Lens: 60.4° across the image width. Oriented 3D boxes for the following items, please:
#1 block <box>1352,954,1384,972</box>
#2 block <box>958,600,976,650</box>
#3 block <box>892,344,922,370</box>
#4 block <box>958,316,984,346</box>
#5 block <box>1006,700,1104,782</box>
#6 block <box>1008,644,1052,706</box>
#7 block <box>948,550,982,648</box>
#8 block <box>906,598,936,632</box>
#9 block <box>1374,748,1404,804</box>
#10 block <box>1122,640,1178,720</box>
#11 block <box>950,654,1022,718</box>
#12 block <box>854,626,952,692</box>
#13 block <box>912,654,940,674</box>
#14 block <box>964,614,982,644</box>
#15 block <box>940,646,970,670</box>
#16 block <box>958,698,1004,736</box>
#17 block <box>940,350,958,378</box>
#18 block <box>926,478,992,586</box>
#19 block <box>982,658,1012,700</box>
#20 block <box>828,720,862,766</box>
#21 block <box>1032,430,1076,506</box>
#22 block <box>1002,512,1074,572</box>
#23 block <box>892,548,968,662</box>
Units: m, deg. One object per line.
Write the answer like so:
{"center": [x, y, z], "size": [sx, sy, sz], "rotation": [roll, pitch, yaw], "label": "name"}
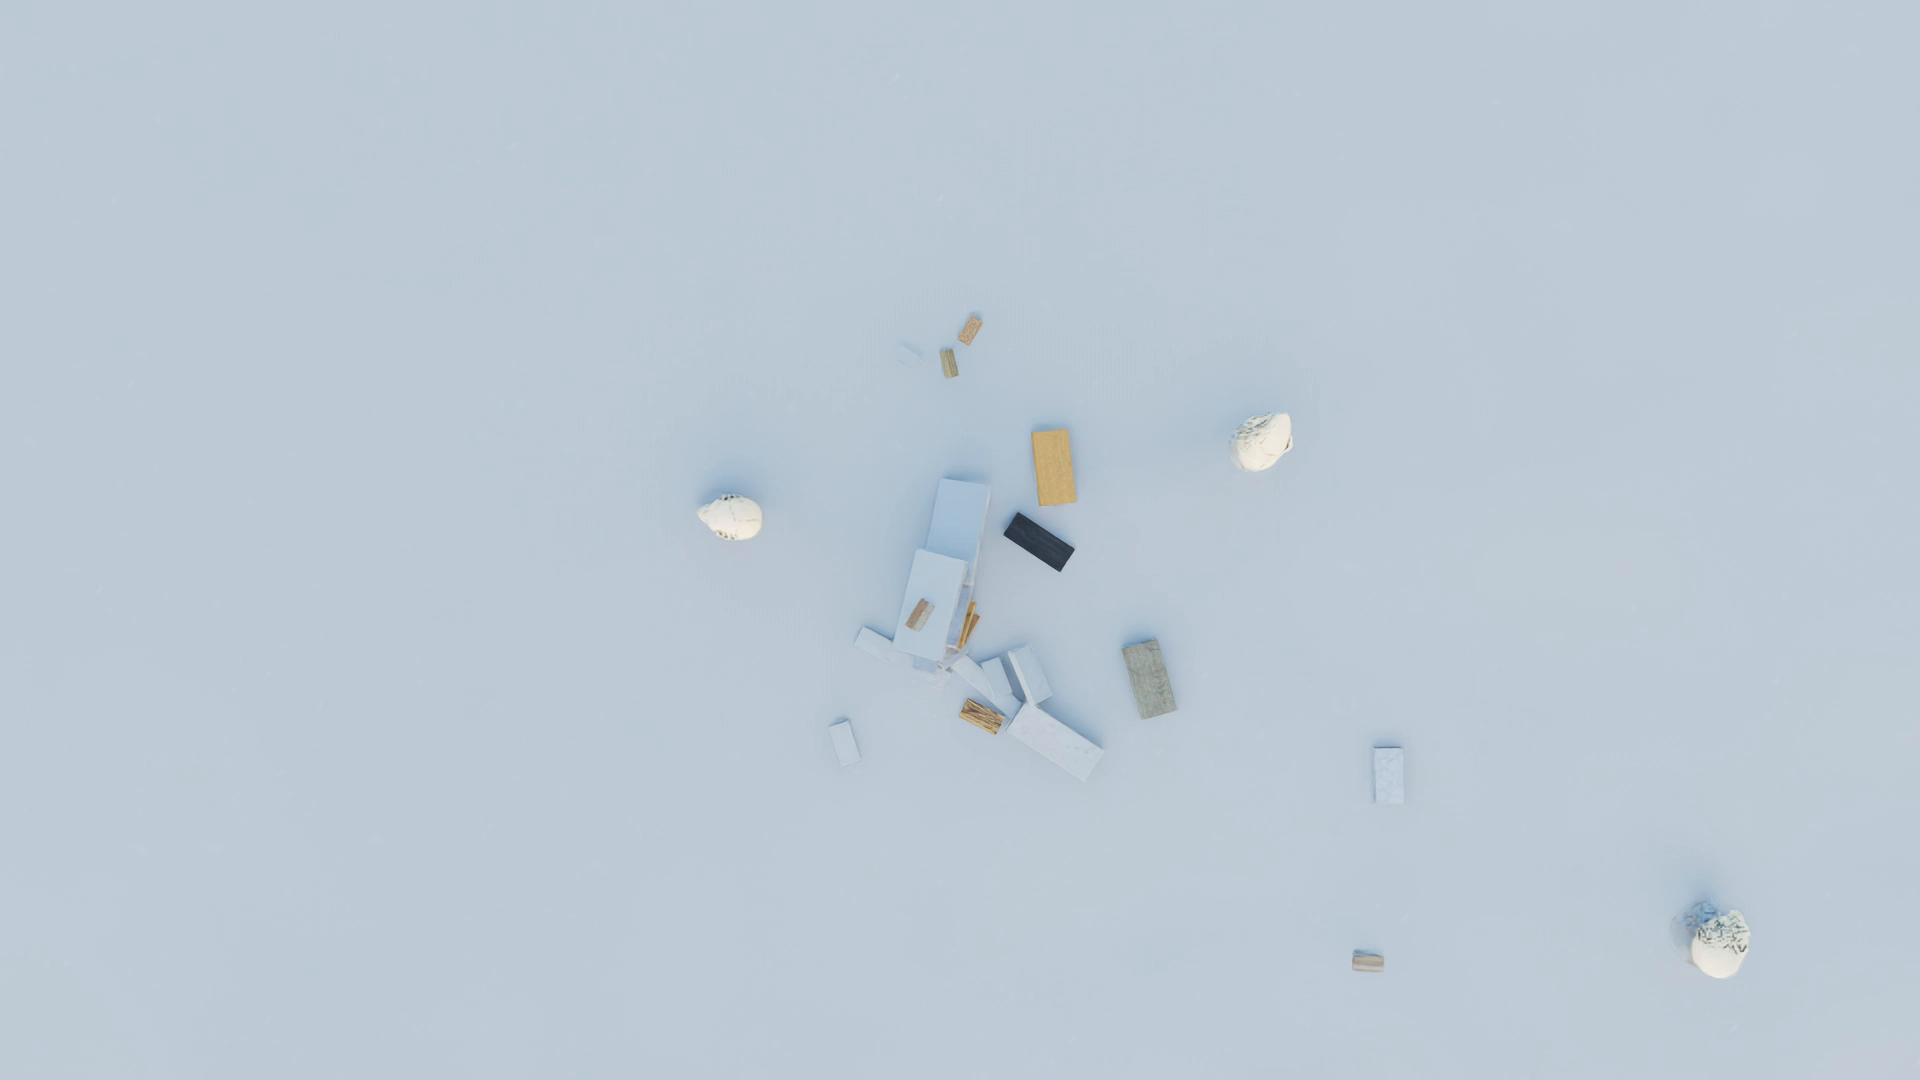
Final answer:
{"center": [1.360, 1.411, 5.493], "size": [0.101, 0.014, 0.050], "rotation": [3, 90, 0], "label": "block"}
{"center": [-0.009, 0.274, 5.459], "size": [0.081, 0.023, 0.163], "rotation": [15, 82, 19], "label": "block"}
{"center": [-0.176, -0.608, 5.494], "size": [0.091, 0.013, 0.045], "rotation": [33, 90, 0], "label": "block"}
{"center": [0.034, -0.696, 5.494], "size": [0.045, 0.013, 0.091], "rotation": [32, 90, 0], "label": "block"}
{"center": [0.315, 0.665, 5.472], "size": [0.312, 0.035, 0.122], "rotation": [33, 90, -4], "label": "block"}
{"center": [0.234, 0.446, 5.458], "size": [0.092, 0.026, 0.185], "rotation": [-23, 90, -44], "label": "block"}
{"center": [-0.050, 0.176, 5.424], "size": [0.167, 0.047, 0.333], "rotation": [12, 77, 12], "label": "block"}
{"center": [-0.129, 0.245, 5.320], "size": [0.050, 0.014, 0.101], "rotation": [33, 95, 11], "label": "block"}
{"center": [1.426, 0.784, 5.487], "size": [0.092, 0.026, 0.185], "rotation": [-1, 90, 0], "label": "block"}
{"center": [0.629, 0.464, 5.483], "size": [0.122, 0.035, 0.244], "rotation": [-16, 90, 0], "label": "block"}
{"center": [0.050, 0.451, 5.491], "size": [0.477, 0.018, 0.063], "rotation": [41, 90, 0], "label": "block"}
{"center": [-0.191, 0.395, 5.490], "size": [0.332, 0.020, 0.069], "rotation": [28, 90, 0], "label": "block"}
{"center": [-0.096, 0.354, 5.442], "size": [0.081, 0.023, 0.163], "rotation": [15, 82, 19], "label": "block"}
{"center": [0.021, 0.288, 5.473], "size": [0.053, 0.015, 0.106], "rotation": [26, 80, 20], "label": "block"}
{"center": [-0.026, 0.380, 5.465], "size": [0.106, 0.015, 0.053], "rotation": [-35, 85, -19], "label": "block"}
{"center": [0.072, 0.588, 5.490], "size": [0.138, 0.020, 0.069], "rotation": [27, 90, 0], "label": "block"}
{"center": [-0.036, -0.586, 5.494], "size": [0.045, 0.013, 0.091], "rotation": [-14, 90, 0], "label": "block"}
{"center": [-0.012, -0.027, 5.424], "size": [0.167, 0.047, 0.333], "rotation": [9, 77, 11], "label": "block"}
{"center": [0.122, 0.459, 5.476], "size": [0.063, 0.018, 0.125], "rotation": [-19, 82, -14], "label": "block"}
{"center": [-0.383, 0.677, 5.490], "size": [0.069, 0.020, 0.138], "rotation": [-18, 90, 0], "label": "block"}
{"center": [0.311, -0.240, 5.483], "size": [0.122, 0.035, 0.244], "rotation": [-7, 90, 0], "label": "block"}
{"center": [0.263, 0.007, 5.487], "size": [0.227, 0.026, 0.092], "rotation": [34, 90, 0], "label": "block"}
{"center": [-0.097, 0.211, 5.346], "size": [0.166, 0.047, 0.333], "rotation": [14, 91, 12], "label": "block"}
